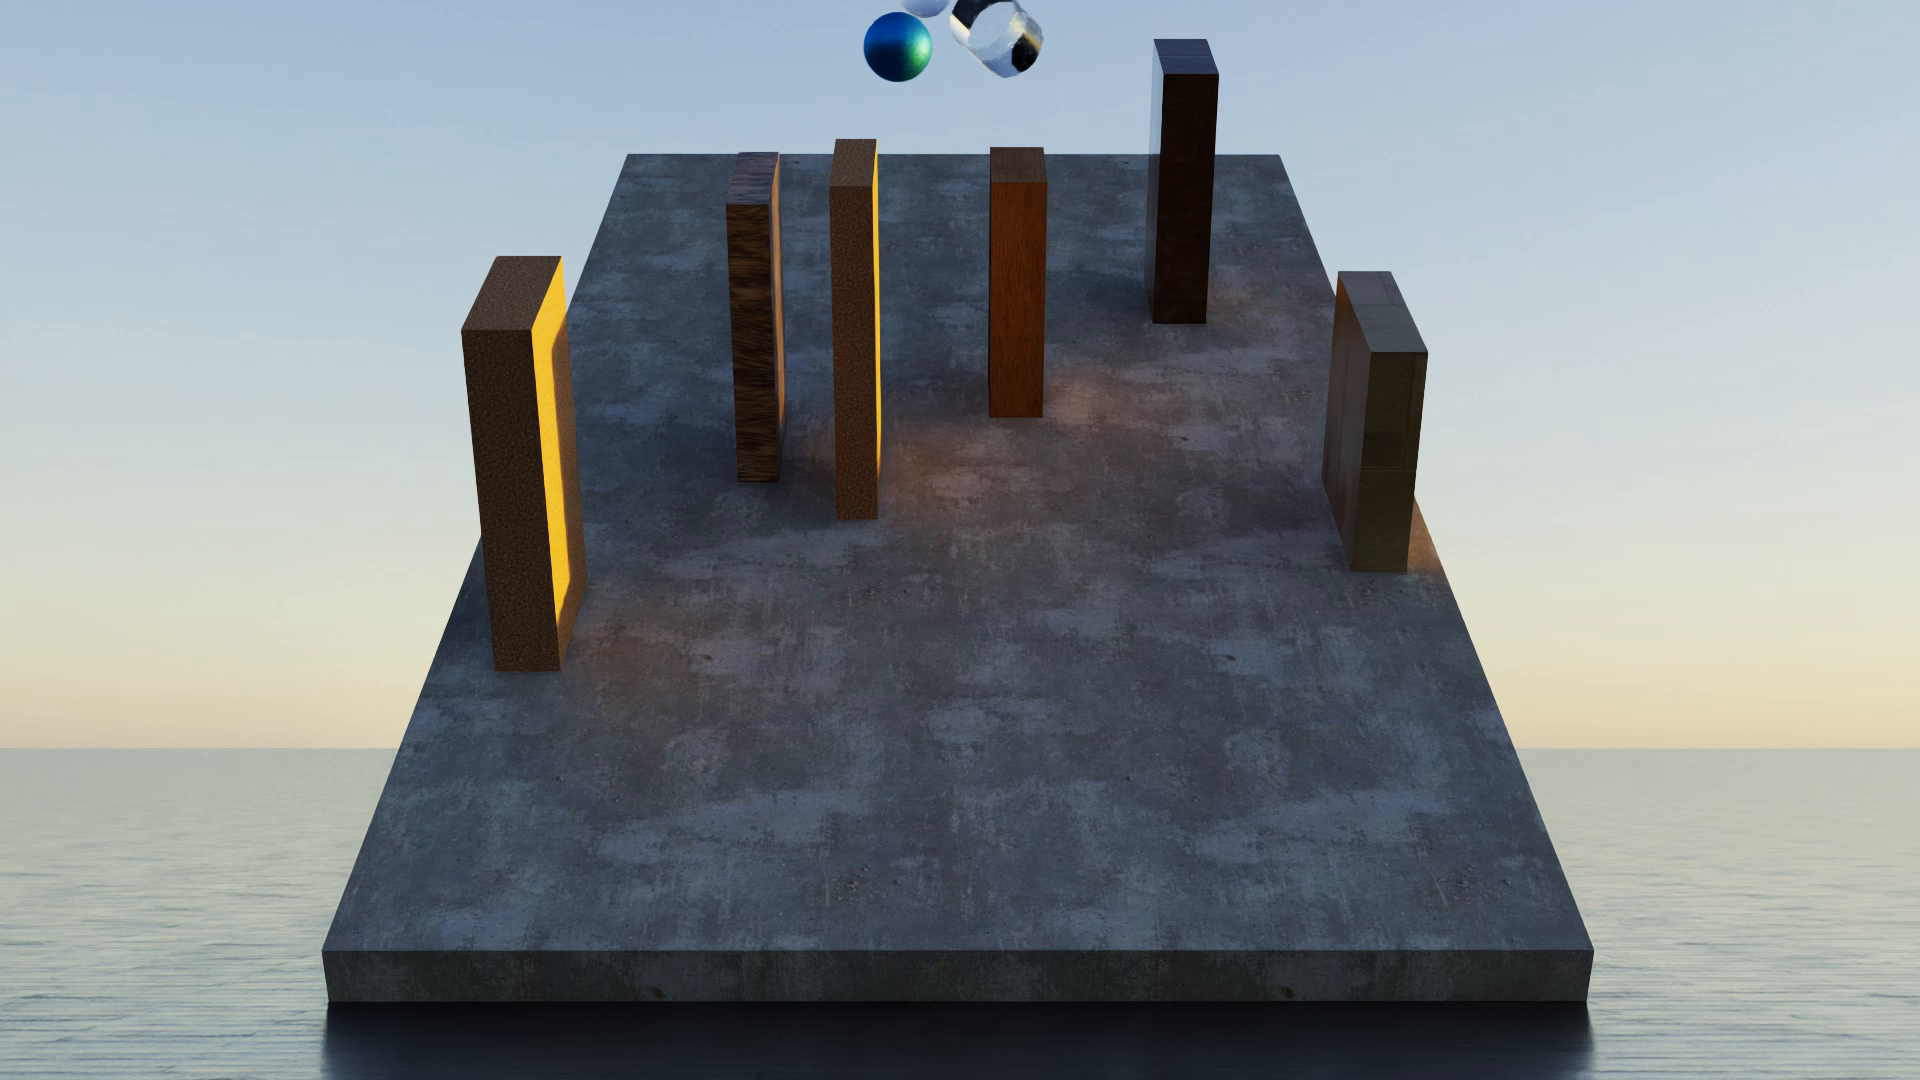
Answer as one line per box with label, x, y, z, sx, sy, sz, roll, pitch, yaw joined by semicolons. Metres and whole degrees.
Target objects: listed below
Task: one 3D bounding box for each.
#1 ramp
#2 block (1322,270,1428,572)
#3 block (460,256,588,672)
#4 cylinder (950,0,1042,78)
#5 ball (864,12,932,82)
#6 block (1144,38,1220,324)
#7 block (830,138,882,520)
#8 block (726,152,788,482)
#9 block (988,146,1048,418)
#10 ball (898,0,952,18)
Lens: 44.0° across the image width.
ramp;-0.011;-0.226;5.531;2.000;0.100;4.000;0;27;0
block;0.858;-0.252;4.947;0.112;0.486;0.445;0;27;0
block;-0.818;-0.146;4.501;0.124;0.695;0.372;0;27;0
cylinder;0.110;-1.513;7.057;0.207;0.207;0.207;-2;-15;27
ball;-0.177;-1.410;6.791;0.197;0.197;0.197;0;-5;0
block;0.560;-0.914;6.051;0.135;0.651;0.315;0;27;0
block;-0.219;-0.445;5.035;0.087;0.743;0.308;0;27;0
block;-0.444;-0.492;5.235;0.088;0.641;0.353;0;27;0
block;0.131;-0.598;5.521;0.124;0.573;0.254;0;27;0
ball;-0.105;-1.657;7.121;0.181;0.181;0.181;0;-5;0
